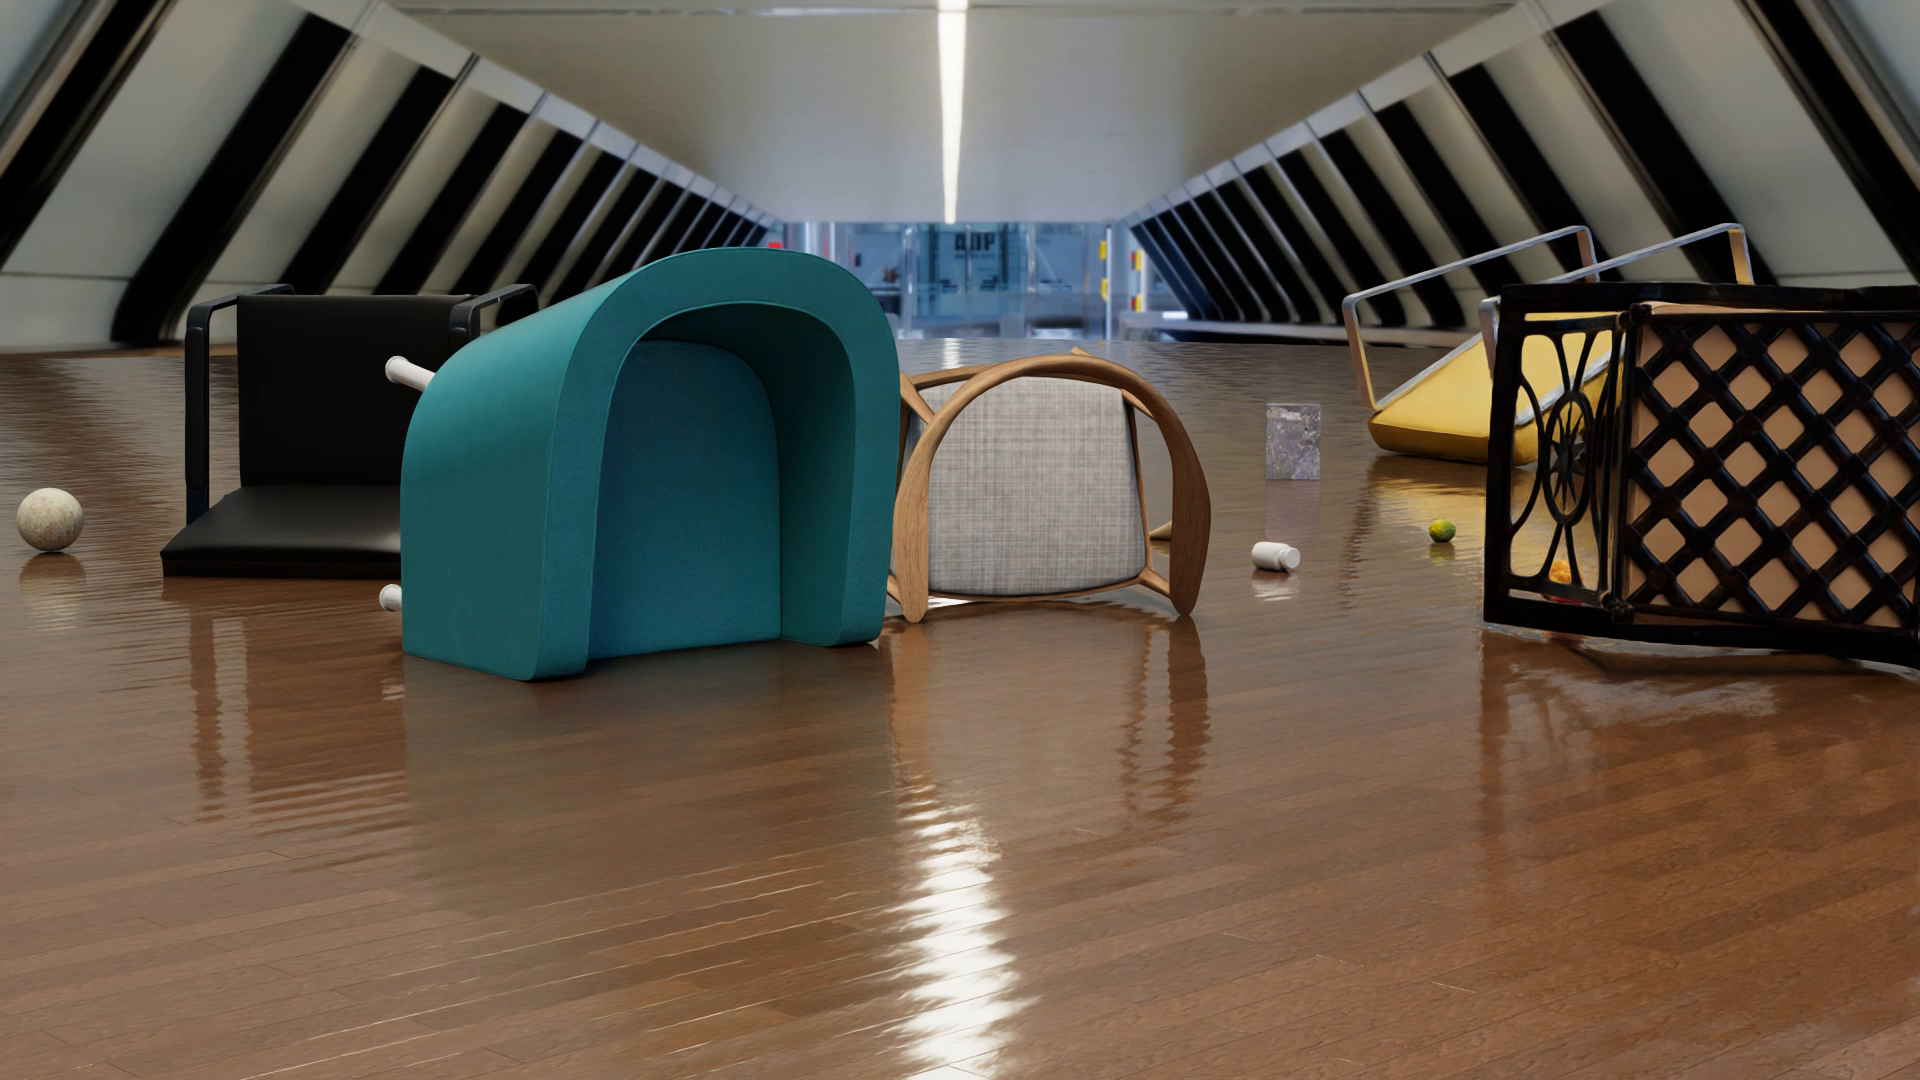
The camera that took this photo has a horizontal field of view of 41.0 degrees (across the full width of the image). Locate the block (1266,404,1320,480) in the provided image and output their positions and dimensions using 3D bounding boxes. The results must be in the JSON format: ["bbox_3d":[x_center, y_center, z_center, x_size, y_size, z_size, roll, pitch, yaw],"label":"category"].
[{"bbox_3d":[1.087,-0.323,8.377,0.173,0.239,0.161,1,6,7],"label":"block"}]

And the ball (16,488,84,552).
[{"bbox_3d":[-2.177,-0.049,6.141,0.153,0.153,0.153,0,6,0],"label":"ball"}]

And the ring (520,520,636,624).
[{"bbox_3d":[-0.730,0.060,4.894,0.221,0.198,0.161,25,13,35],"label":"ring"}]
